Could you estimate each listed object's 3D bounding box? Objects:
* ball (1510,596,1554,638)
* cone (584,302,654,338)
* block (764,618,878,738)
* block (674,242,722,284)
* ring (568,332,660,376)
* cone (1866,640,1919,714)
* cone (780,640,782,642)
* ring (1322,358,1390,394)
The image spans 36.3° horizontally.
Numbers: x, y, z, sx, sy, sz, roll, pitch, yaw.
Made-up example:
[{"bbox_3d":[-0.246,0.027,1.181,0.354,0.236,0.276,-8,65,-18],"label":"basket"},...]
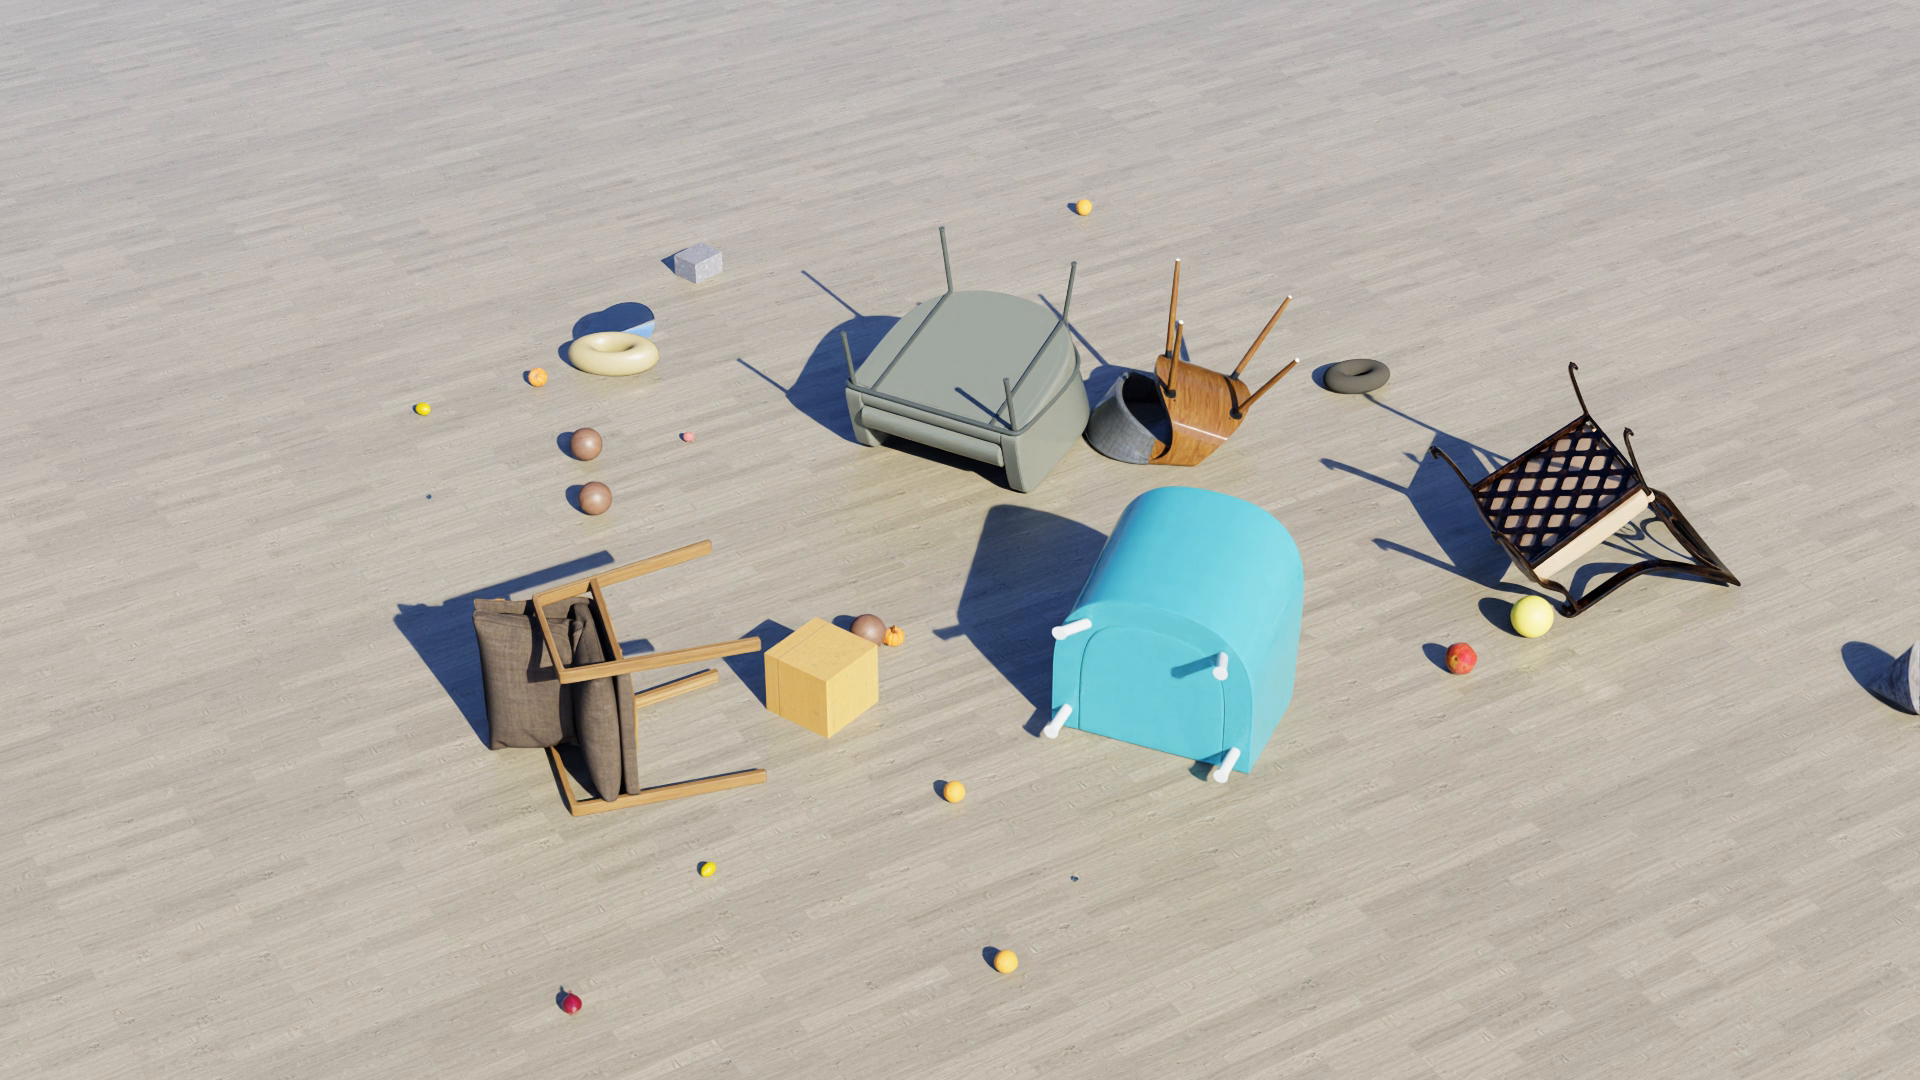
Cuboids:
[{"bbox_3d":[2.028,0.271,10.396,0.150,0.150,0.150,0,33,0],"label":"ball"},{"bbox_3d":[-1.412,-0.864,12.171,0.309,0.206,0.160,-28,1,-6],"label":"cone"},{"bbox_3d":[-0.472,0.469,10.017,0.273,0.238,0.271,23,40,31],"label":"block"},{"bbox_3d":[-1.131,-1.197,12.675,0.131,0.094,0.158,26,41,34],"label":"block"},{"bbox_3d":[-1.417,-0.761,11.991,0.380,0.114,0.207,2,41,6],"label":"ring"},{"bbox_3d":[3.219,0.489,10.118,0.195,0.196,0.294,-12,42,37],"label":"cone"},{"bbox_3d":[-0.606,0.438,10.234,0.118,0.105,0.158,4,51,25],"label":"cone"},{"bbox_3d":[1.608,-0.664,11.885,0.285,0.075,0.203,-11,34,-15],"label":"ring"}]
